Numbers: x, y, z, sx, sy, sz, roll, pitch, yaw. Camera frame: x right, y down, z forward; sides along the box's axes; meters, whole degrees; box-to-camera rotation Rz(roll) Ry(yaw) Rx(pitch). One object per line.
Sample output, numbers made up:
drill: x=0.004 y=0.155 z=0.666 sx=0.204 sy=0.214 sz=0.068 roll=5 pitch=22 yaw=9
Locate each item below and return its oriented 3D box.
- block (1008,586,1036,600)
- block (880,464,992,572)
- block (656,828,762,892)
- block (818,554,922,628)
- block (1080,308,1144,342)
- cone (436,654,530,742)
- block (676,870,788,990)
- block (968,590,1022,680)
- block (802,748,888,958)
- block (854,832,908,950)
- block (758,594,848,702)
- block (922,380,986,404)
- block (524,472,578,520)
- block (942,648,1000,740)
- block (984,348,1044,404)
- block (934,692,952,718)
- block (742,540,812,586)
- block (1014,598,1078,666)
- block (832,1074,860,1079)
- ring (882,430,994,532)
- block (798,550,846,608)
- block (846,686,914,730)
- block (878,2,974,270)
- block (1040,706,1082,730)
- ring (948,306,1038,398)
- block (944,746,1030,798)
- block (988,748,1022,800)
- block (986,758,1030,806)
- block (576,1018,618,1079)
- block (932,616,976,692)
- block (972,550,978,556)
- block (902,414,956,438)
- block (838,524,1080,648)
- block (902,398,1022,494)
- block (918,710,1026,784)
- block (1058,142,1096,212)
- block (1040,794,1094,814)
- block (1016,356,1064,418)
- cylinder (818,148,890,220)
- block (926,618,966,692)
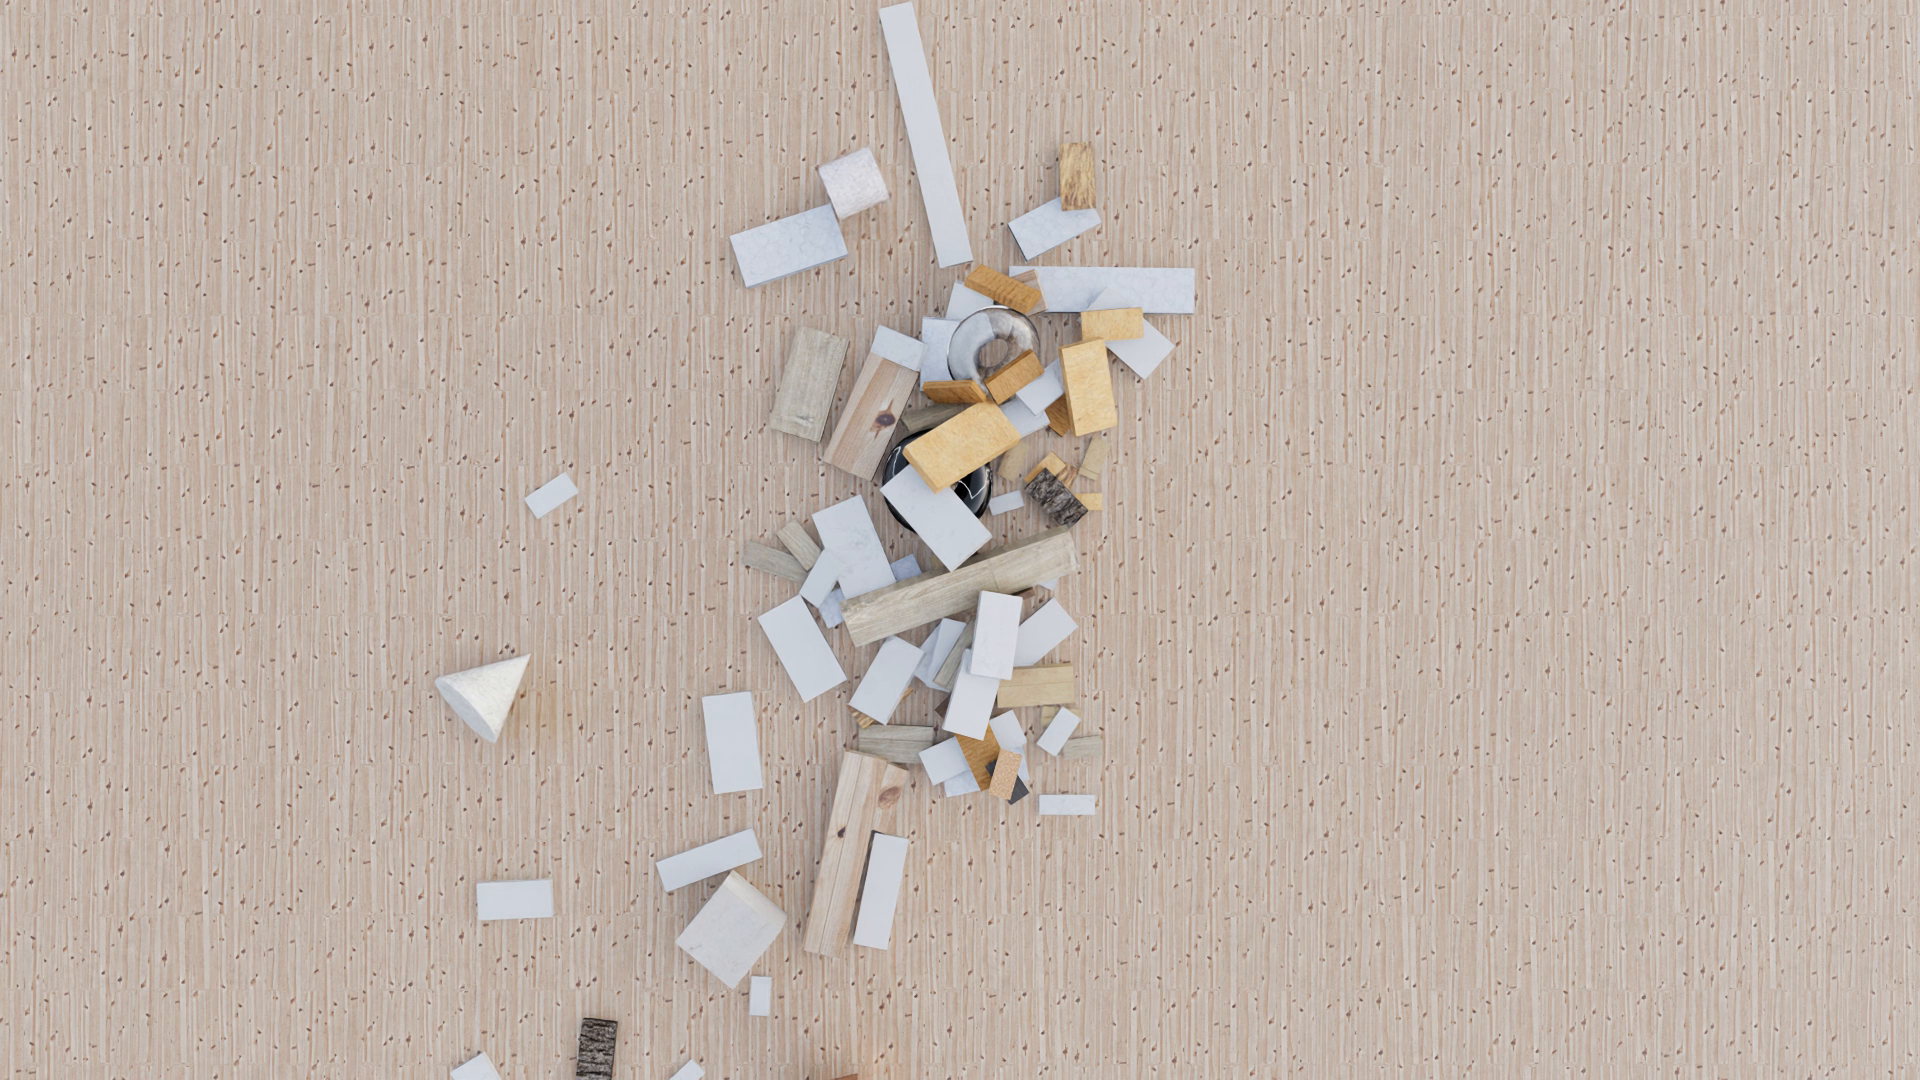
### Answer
block: x=0.161 y=0.193 z=5.455 sx=0.172 sy=0.086 sz=0.024 roll=-23 pitch=107 yaw=0
block: x=-0.077 y=-0.086 z=5.323 sx=0.176 sy=0.050 sz=0.352 roll=-41 pitch=78 yaw=-2
block: x=-0.833 y=1.062 z=5.485 sx=0.338 sy=0.029 sz=0.103 roll=-20 pitch=90 yaw=0
block: x=-0.297 y=0.169 z=5.485 sx=0.360 sy=0.030 sz=0.105 roll=-25 pitch=90 yaw=0
block: x=0.499 y=-0.705 z=5.410 sx=0.201 sy=0.028 sz=0.100 roll=-4 pitch=101 yaw=1
cone: x=-1.520 y=0.469 z=5.437 sx=0.283 sy=0.283 sz=0.283 roll=45 pitch=63 yaw=0
block: x=-0.741 y=1.266 z=5.381 sx=0.239 sy=0.239 sz=0.239 roll=39 pitch=90 yaw=0
block: x=0.115 y=0.311 z=5.363 sx=0.136 sy=0.039 sz=0.272 roll=10 pitch=81 yaw=-10
block: x=-0.382 y=1.037 z=5.445 sx=0.140 sy=0.040 sz=0.686 roll=13 pitch=96 yaw=0
block: x=-0.262 y=1.165 z=5.484 sx=0.114 sy=0.032 sz=0.374 roll=11 pitch=90 yaw=0
block: x=-0.522 y=0.359 z=5.477 sx=0.161 sy=0.046 sz=0.322 roll=-29 pitch=90 yaw=0
block: x=-0.020 y=-0.485 z=5.399 sx=0.189 sy=0.095 sz=0.027 roll=1 pitch=63 yaw=31
block: x=-1.358 y=-0.148 z=5.489 sx=0.162 sy=0.023 sz=0.081 roll=-33 pitch=90 yaw=0
block: x=0.045 y=0.503 z=5.378 sx=0.136 sy=0.039 sz=0.272 roll=17 pitch=85 yaw=-9
block: x=0.177 y=-0.534 z=5.387 sx=0.189 sy=0.027 sz=0.095 roll=-35 pitch=129 yaw=-2
block: x=0.025 y=0.528 z=5.485 sx=0.103 sy=0.029 sz=0.206 roll=45 pitch=90 yaw=0
block: x=-0.577 y=0.087 z=5.489 sx=0.288 sy=0.023 sz=0.081 roll=20 pitch=90 yaw=0
block: x=0.254 y=0.321 z=5.482 sx=0.255 sy=0.036 sz=0.127 roll=-40 pitch=90 yaw=0
block: x=-0.427 y=1.920 z=5.382 sx=0.237 sy=0.237 sz=0.237 roll=-13 pitch=90 yaw=0
ring: x=-0.074 y=-0.190 z=5.439 sx=0.369 sy=0.123 sz=0.369 roll=0 pitch=89 yaw=0
block: x=-0.453 y=0.128 z=5.433 sx=0.088 sy=0.025 sz=0.176 roll=37 pitch=108 yaw=19
block: x=-0.265 y=0.523 z=5.464 sx=0.210 sy=0.030 sz=0.105 roll=-38 pitch=71 yaw=-3
block: x=-0.113 y=-1.344 z=5.484 sx=0.113 sy=0.032 sz=0.881 roll=-13 pitch=90 yaw=0
block: x=0.336 y=0.589 z=5.491 sx=0.130 sy=0.018 sz=0.065 roll=6 pitch=90 yaw=0
ring: x=0.110 y=-0.611 z=5.390 sx=0.322 sy=0.107 sz=0.322 roll=-10 pitch=122 yaw=-17
block: x=0.079 y=0.754 z=5.480 sx=0.280 sy=0.040 sz=0.140 roll=-12 pitch=90 yaw=0
block: x=0.147 y=0.761 z=5.353 sx=0.075 sy=0.021 sz=0.150 roll=16 pitch=85 yaw=2
block: x=0.154 y=0.780 z=5.373 sx=0.075 sy=0.021 sz=0.150 roll=-34 pitch=85 yaw=-2
block: x=-1.209 y=1.711 z=5.484 sx=0.114 sy=0.032 sz=0.228 roll=6 pitch=90 yaw=0
block: x=0.031 y=0.388 z=5.419 sx=0.127 sy=0.036 sz=0.255 roll=31 pitch=87 yaw=-8
block: x=0.033 y=0.014 z=5.407 sx=0.024 sy=0.172 sz=0.086 roll=-20 pitch=79 yaw=3
block: x=-0.102 y=-0.390 z=5.455 sx=0.176 sy=0.088 sz=0.025 roll=-17 pitch=118 yaw=0
block: x=0.002 y=0.151 z=5.407 sx=0.786 sy=0.046 sz=0.161 roll=-19 pitch=123 yaw=0
block: x=0.008 y=-0.309 z=5.353 sx=0.352 sy=0.050 sz=0.176 roll=-33 pitch=76 yaw=-24
block: x=0.043 y=0.685 z=5.444 sx=0.341 sy=0.033 sz=0.117 roll=-25 pitch=85 yaw=-1
block: x=0.387 y=-1.203 z=5.452 sx=0.113 sy=0.032 sz=0.226 roll=-3 pitch=77 yaw=6
block: x=0.356 y=0.880 z=5.491 sx=0.185 sy=0.018 sz=0.065 roll=0 pitch=90 yaw=0
block: x=0.290 y=-0.505 z=5.432 sx=0.201 sy=0.028 sz=0.100 roll=-40 pitch=81 yaw=-12
cylinder: x=-0.348 y=-1.168 z=5.410 sx=0.179 sy=0.179 sz=0.179 roll=-23 pitch=90 yaw=0
block: x=-0.028 y=0.383 z=5.454 sx=0.117 sy=0.033 sz=0.234 roll=14 pitch=90 yaw=0
